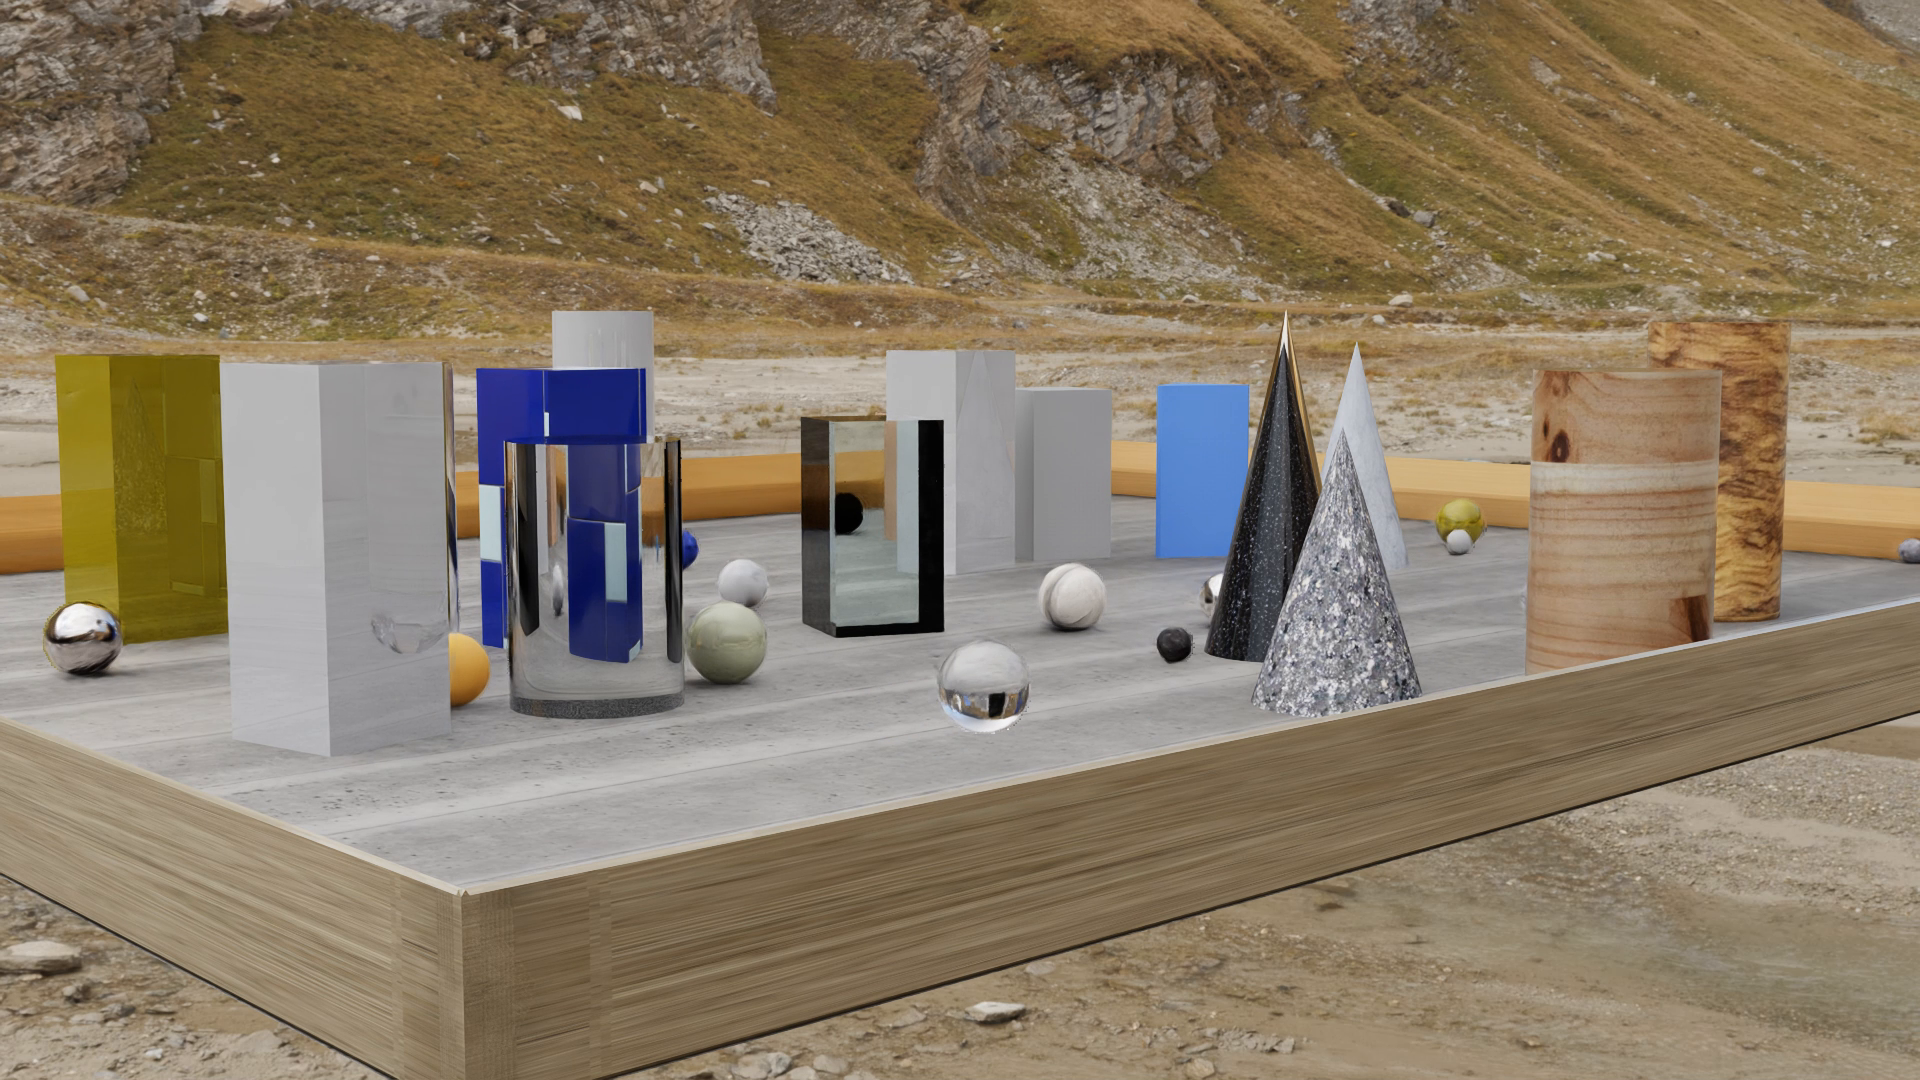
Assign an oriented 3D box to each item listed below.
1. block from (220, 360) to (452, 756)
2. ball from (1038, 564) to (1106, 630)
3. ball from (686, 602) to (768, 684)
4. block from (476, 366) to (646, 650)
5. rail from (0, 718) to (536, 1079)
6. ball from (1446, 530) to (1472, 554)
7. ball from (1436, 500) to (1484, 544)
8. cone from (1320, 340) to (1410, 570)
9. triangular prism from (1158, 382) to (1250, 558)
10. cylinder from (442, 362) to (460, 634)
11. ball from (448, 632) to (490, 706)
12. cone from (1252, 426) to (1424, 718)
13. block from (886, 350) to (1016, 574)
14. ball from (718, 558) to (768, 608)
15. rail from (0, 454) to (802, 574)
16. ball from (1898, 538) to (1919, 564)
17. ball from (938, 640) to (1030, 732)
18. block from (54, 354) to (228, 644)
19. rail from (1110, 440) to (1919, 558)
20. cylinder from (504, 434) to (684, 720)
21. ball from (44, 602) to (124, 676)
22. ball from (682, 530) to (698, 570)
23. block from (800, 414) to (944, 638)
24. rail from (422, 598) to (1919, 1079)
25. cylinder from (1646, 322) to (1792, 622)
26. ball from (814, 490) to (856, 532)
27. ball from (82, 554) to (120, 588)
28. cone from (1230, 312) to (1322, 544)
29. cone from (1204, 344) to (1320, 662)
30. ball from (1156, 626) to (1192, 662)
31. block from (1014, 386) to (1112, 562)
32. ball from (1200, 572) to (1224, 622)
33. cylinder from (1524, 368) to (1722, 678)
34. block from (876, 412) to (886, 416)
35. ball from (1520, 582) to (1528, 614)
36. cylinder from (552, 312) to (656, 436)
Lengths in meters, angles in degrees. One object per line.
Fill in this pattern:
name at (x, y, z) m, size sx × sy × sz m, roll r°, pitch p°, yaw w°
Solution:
block at (-0.648, 0.011, 2.288) m, size 0.157 × 0.391 × 0.157 m, roll 4°, pitch 7°, yaw 35°
ball at (0.156, 0.079, 3.065) m, size 0.094 × 0.094 × 0.094 m, roll 0°, pitch 6°, yaw 0°
ball at (-0.279, 0.123, 2.630) m, size 0.098 × 0.098 × 0.098 m, roll 0°, pitch 6°, yaw 0°
block at (-0.526, -0.043, 2.920) m, size 0.157 × 0.368 × 0.157 m, roll 6°, pitch 8°, yaw 43°
rail at (-1.195, 0.148, 2.235) m, size 0.045 × 0.128 × 2.774 m, roll -5°, pitch 8°, yaw -42°
ball at (0.911, 0.004, 4.013) m, size 0.047 × 0.047 × 0.047 m, roll 0°, pitch 6°, yaw 0°
ball at (0.942, -0.031, 4.141) m, size 0.090 × 0.090 × 0.090 m, roll 0°, pitch 6°, yaw 0°
cone at (0.690, -0.152, 3.842) m, size 0.197 × 0.392 × 0.197 m, roll 0°, pitch 6°, yaw 0°
triangular prism at (0.424, -0.132, 4.045) m, size 0.170 × 0.310 × 0.147 m, roll -1°, pitch 6°, yaw -12°
cylinder at (-0.713, -0.024, 2.675) m, size 0.197 × 0.381 × 0.197 m, roll 0°, pitch 6°, yaw 0°
ball at (-0.572, 0.146, 2.478) m, size 0.083 × 0.083 × 0.083 m, roll 0°, pitch 6°, yaw 0°
cone at (0.430, 0.029, 2.485) m, size 0.197 × 0.315 × 0.197 m, roll 0°, pitch 6°, yaw 0°
block at (-0.016, -0.139, 3.800) m, size 0.157 × 0.375 × 0.157 m, roll 5°, pitch 8°, yaw 40°
ball at (-0.324, 0.066, 3.284) m, size 0.075 × 0.075 × 0.075 m, roll 0°, pitch 6°, yaw 0°
rail at (-0.925, -0.071, 4.329) m, size 3.300 × 0.128 × 0.045 m, roll -5°, pitch 8°, yaw -42°
ball at (1.678, 0.019, 3.880) m, size 0.045 × 0.045 × 0.045 m, roll 0°, pitch 6°, yaw 0°
ball at (0.025, 0.154, 2.326) m, size 0.098 × 0.098 × 0.098 m, roll 0°, pitch 6°, yaw 0°
block at (-1.123, -0.062, 3.022) m, size 0.157 × 0.384 × 0.157 m, roll 6°, pitch 8°, yaw 43°
rail at (1.195, -0.081, 4.429) m, size 0.045 × 0.128 × 2.774 m, roll -5°, pitch 8°, yaw -42°
cylinder at (-0.412, 0.036, 2.483) m, size 0.197 × 0.300 × 0.197 m, roll 0°, pitch 6°, yaw 0°
ball at (-1.071, 0.120, 2.690) m, size 0.090 × 0.090 × 0.090 m, roll 0°, pitch 6°, yaw 0°
ball at (-0.485, 0.016, 3.776) m, size 0.071 × 0.071 × 0.071 m, roll 0°, pitch 6°, yaw 0°
block at (-0.124, -0.023, 3.081) m, size 0.157 × 0.295 × 0.157 m, roll -2°, pitch 6°, yaw -21°
rail at (0.925, 0.137, 2.335) m, size 3.300 × 0.128 × 0.045 m, roll -5°, pitch 8°, yaw -42°
cylinder at (1.104, -0.104, 3.219) m, size 0.197 × 0.427 × 0.197 m, roll 0°, pitch 6°, yaw 0°
ball at (-0.252, -0.059, 4.441) m, size 0.083 × 0.083 × 0.083 m, roll 0°, pitch 6°, yaw 0°
ball at (-1.376, 0.051, 3.522) m, size 0.055 × 0.055 × 0.055 m, roll 0°, pitch 6°, yaw 0°
cone at (0.506, -0.137, 3.433) m, size 0.197 × 0.447 × 0.197 m, roll 0°, pitch 6°, yaw 0°
cone at (0.418, -0.056, 2.858) m, size 0.197 × 0.405 × 0.197 m, roll 0°, pitch 6°, yaw 0°
ball at (0.272, 0.132, 2.793) m, size 0.045 × 0.045 × 0.045 m, roll 0°, pitch 6°, yaw 0°
block at (0.167, -0.124, 4.001) m, size 0.157 × 0.303 × 0.157 m, roll -3°, pitch 7°, yaw -26°
ball at (0.377, 0.083, 3.110) m, size 0.077 × 0.077 × 0.077 m, roll 0°, pitch 6°, yaw 0°
cylinder at (0.723, 0.004, 2.405) m, size 0.197 × 0.380 × 0.197 m, roll 0°, pitch 6°, yaw 0°
block at (-0.062, -0.126, 4.305) m, size 0.157 × 0.245 × 0.157 m, roll -3°, pitch 7°, yaw -25°
ball at (0.832, 0.085, 3.118) m, size 0.072 × 0.072 × 0.072 m, roll 0°, pitch 6°, yaw 0°
cylinder at (-0.699, -0.228, 4.324) m, size 0.197 × 0.443 × 0.197 m, roll 0°, pitch 6°, yaw 0°
